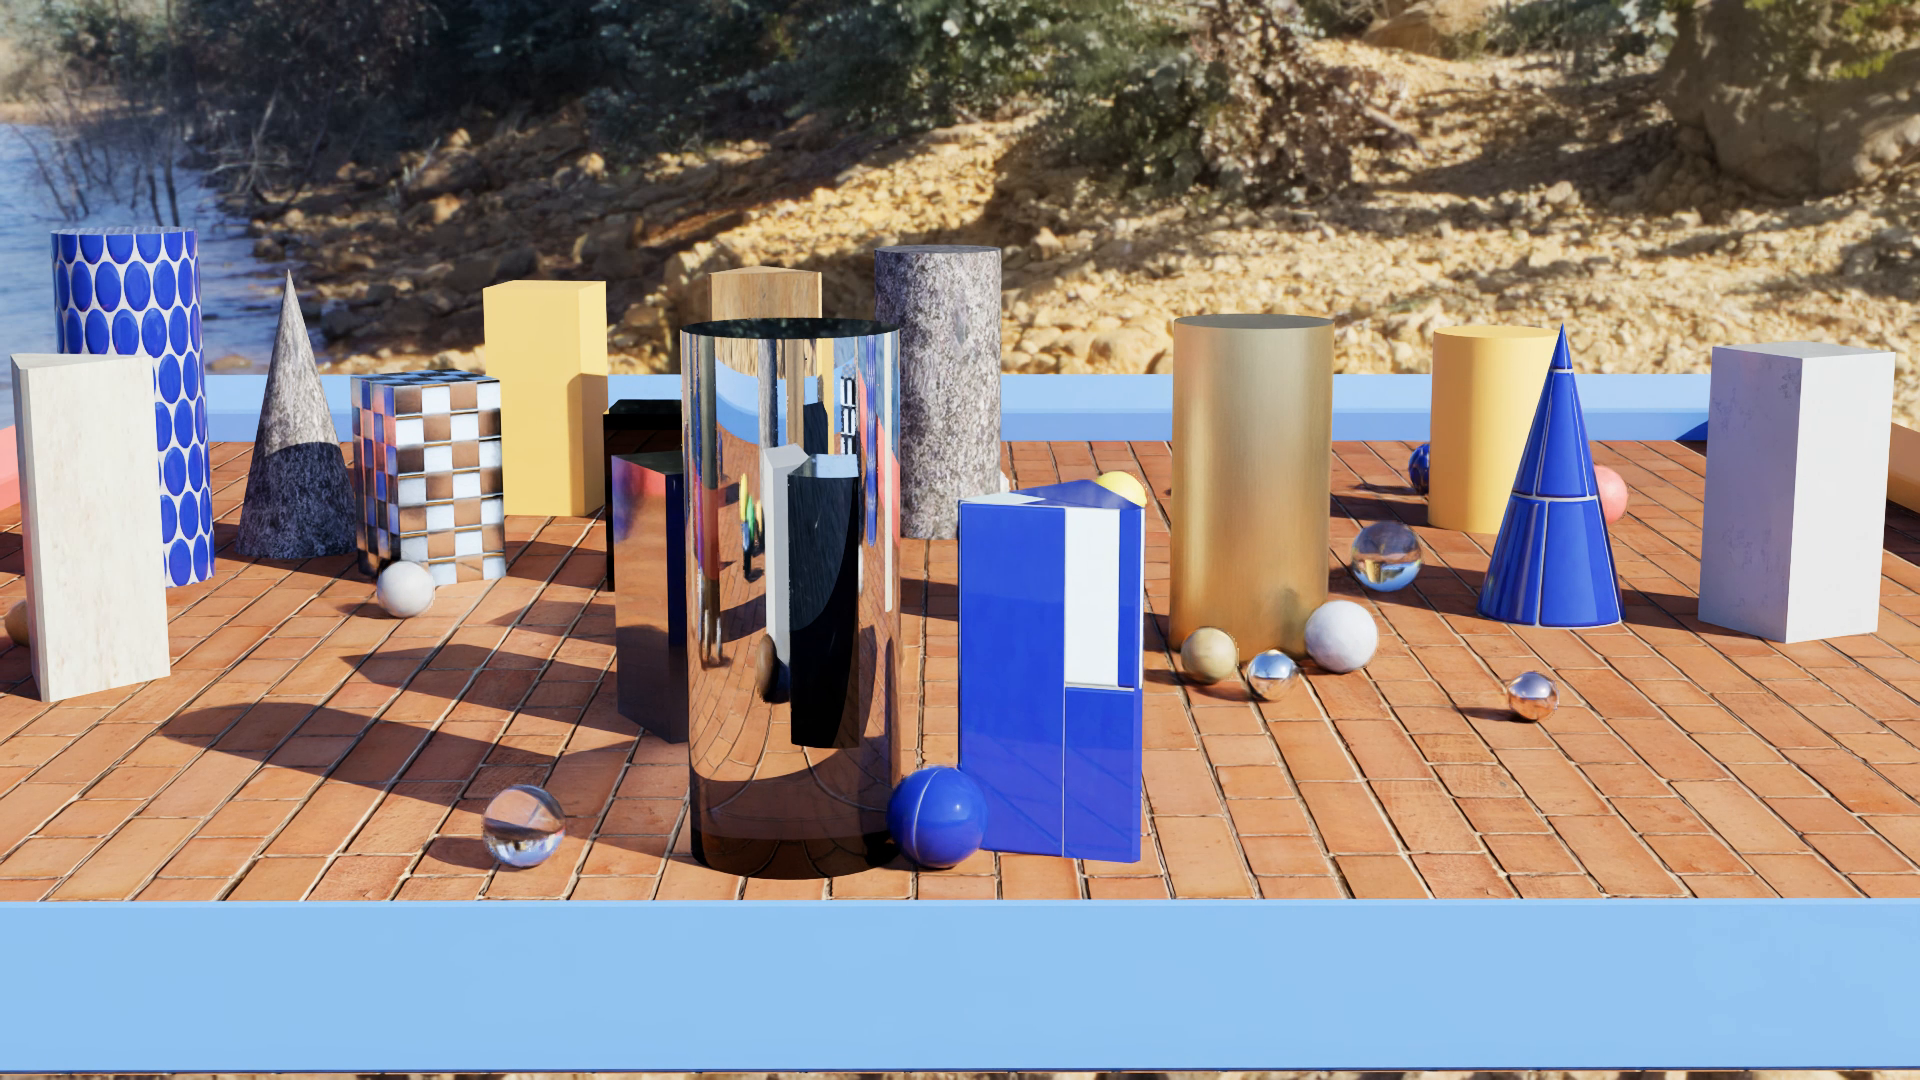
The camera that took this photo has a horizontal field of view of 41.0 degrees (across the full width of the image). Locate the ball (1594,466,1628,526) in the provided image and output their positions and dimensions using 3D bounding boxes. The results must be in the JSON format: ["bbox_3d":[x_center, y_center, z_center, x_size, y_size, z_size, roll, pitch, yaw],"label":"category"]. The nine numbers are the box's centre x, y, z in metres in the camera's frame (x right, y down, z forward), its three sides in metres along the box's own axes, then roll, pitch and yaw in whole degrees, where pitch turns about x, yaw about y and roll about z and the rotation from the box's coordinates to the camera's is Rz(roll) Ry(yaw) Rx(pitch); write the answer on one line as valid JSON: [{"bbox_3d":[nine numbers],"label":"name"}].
[{"bbox_3d":[1.013,-0.069,4.087,0.099,0.099,0.099,0,10,0],"label":"ball"}]

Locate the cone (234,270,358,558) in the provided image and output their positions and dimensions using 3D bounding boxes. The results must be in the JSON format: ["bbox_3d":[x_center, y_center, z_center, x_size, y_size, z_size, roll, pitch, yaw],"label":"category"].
[{"bbox_3d":[-1.010,-0.199,3.896,0.199,0.426,0.199,0,10,0],"label":"cone"}]

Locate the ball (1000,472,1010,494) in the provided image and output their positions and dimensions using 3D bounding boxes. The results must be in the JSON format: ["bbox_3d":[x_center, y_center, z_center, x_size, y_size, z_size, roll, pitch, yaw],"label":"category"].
[{"bbox_3d":[0.042,-0.082,4.211,0.081,0.081,0.081,0,10,0],"label":"ball"}]

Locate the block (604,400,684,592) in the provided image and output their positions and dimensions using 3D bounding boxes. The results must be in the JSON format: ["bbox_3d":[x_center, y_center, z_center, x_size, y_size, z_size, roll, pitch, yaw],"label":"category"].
[{"bbox_3d":[-0.413,-0.065,3.650,0.159,0.252,0.159,0,10,1],"label":"block"}]

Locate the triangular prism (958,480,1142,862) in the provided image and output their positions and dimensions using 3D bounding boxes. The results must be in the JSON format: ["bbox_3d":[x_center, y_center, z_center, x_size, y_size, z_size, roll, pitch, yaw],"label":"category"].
[{"bbox_3d":[0.102,0.118,2.440,0.172,0.332,0.149,3,11,16],"label":"triangular prism"}]

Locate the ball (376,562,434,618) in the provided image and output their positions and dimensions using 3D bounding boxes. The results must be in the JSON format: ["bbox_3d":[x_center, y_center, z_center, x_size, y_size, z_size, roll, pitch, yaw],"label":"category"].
[{"bbox_3d":[-0.742,0.066,3.426,0.075,0.075,0.075,0,10,0],"label":"ball"}]

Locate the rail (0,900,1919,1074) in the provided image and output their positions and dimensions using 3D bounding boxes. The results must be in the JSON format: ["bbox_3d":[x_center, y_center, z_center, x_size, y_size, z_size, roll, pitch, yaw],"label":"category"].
[{"bbox_3d":[0.009,0.321,1.891,3.176,0.129,0.045,0,10,0],"label":"rail"}]

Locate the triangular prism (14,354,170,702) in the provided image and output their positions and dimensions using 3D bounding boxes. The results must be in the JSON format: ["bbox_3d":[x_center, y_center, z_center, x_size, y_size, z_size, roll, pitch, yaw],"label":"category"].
[{"bbox_3d":[-1.068,-0.023,3.050,0.149,0.388,0.172,8,13,36],"label":"triangular prism"}]

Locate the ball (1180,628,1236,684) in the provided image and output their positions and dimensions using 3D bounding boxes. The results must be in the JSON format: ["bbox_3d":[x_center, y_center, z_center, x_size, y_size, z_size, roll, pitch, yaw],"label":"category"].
[{"bbox_3d":[0.296,0.138,3.056,0.067,0.067,0.067,0,10,0],"label":"ball"}]

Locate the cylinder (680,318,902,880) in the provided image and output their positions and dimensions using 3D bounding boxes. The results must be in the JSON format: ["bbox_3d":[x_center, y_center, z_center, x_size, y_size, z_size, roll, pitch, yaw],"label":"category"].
[{"bbox_3d":[-0.154,0.049,2.377,0.199,0.491,0.199,0,10,0],"label":"cylinder"}]

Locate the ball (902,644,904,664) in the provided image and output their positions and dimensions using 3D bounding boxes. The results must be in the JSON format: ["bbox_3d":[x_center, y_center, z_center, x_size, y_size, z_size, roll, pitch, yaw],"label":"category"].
[{"bbox_3d":[-0.105,0.135,3.044,0.079,0.079,0.079,0,10,0],"label":"ball"}]

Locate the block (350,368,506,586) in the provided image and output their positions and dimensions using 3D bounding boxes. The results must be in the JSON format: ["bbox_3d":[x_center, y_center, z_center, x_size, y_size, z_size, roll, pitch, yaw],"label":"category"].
[{"bbox_3d":[-0.766,-0.091,3.694,0.159,0.287,0.159,-7,13,-35],"label":"block"}]

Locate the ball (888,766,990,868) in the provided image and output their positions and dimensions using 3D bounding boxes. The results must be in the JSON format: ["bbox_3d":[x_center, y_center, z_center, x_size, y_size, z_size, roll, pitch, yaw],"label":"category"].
[{"bbox_3d":[-0.020,0.254,2.357,0.094,0.094,0.094,0,10,0],"label":"ball"}]

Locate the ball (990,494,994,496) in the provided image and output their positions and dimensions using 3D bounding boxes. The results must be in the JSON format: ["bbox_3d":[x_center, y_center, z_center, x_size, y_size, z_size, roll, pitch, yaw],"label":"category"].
[{"bbox_3d":[0.059,-0.036,3.987,0.072,0.072,0.072,0,10,0],"label":"ball"}]

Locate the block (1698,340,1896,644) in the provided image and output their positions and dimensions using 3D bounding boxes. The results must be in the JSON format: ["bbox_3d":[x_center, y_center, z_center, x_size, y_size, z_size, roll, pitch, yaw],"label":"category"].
[{"bbox_3d":[1.088,-0.067,3.346,0.159,0.365,0.159,-5,12,-27],"label":"block"}]

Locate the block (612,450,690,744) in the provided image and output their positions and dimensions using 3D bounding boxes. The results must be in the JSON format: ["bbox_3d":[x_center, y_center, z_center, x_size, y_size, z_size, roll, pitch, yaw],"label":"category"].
[{"bbox_3d":[-0.282,0.057,2.869,0.159,0.296,0.159,-6,12,-28],"label":"block"}]

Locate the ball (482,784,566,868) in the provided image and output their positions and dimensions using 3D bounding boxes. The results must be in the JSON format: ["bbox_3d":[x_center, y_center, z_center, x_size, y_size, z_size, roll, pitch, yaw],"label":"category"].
[{"bbox_3d":[-0.401,0.263,2.360,0.076,0.076,0.076,0,10,0],"label":"ball"}]

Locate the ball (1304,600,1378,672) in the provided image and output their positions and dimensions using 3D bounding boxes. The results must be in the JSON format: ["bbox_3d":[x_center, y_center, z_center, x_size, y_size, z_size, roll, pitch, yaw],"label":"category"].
[{"bbox_3d":[0.462,0.117,3.114,0.088,0.088,0.088,0,10,0],"label":"ball"}]

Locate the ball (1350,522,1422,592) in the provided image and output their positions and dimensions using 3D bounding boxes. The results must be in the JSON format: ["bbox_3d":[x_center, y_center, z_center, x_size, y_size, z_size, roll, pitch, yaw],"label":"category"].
[{"bbox_3d":[0.597,0.024,3.589,0.100,0.100,0.100,0,10,0],"label":"ball"}]

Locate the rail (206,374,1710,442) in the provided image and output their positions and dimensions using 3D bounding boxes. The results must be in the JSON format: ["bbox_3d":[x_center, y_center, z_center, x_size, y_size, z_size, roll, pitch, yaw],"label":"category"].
[{"bbox_3d":[-0.009,-0.255,5.007,3.176,0.129,0.045,0,10,0],"label":"rail"}]

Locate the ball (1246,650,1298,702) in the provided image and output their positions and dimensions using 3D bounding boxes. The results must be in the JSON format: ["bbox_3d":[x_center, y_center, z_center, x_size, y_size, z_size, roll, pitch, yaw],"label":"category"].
[{"bbox_3d":[0.362,0.157,2.975,0.060,0.060,0.060,0,10,0],"label":"ball"}]

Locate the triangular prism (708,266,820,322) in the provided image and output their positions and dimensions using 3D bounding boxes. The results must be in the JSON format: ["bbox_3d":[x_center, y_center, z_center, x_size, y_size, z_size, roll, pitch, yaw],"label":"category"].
[{"bbox_3d":[-0.313,-0.224,4.071,0.172,0.410,0.149,-2,11,-8],"label":"triangular prism"}]

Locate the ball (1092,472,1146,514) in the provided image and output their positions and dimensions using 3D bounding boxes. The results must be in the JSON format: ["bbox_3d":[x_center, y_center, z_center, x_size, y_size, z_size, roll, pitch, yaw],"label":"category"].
[{"bbox_3d":[0.247,-0.061,4.060,0.095,0.095,0.095,0,10,0],"label":"ball"}]

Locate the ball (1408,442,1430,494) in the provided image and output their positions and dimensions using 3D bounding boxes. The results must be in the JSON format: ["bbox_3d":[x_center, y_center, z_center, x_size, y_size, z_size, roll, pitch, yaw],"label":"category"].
[{"bbox_3d":[0.816,-0.124,4.409,0.091,0.091,0.091,0,10,0],"label":"ball"}]

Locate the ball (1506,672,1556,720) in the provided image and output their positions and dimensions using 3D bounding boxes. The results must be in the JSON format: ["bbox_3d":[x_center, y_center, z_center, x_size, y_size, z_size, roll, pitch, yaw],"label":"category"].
[{"bbox_3d":[0.643,0.176,2.887,0.055,0.055,0.055,0,10,0],"label":"ball"}]

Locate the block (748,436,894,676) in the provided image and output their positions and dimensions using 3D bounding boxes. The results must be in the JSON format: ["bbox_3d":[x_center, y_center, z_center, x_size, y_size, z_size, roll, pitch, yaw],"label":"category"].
[{"bbox_3d":[-0.184,0.016,3.176,0.159,0.265,0.159,3,11,18],"label":"block"}]

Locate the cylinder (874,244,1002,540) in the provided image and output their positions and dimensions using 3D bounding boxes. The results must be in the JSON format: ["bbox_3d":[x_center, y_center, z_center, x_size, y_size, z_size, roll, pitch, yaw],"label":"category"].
[{"bbox_3d":[-0.035,-0.237,4.049,0.199,0.444,0.199,0,10,0],"label":"cylinder"}]

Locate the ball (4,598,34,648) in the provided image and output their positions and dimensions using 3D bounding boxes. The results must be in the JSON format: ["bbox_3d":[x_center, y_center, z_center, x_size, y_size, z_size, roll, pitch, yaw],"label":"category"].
[{"bbox_3d":[-1.178,0.105,3.251,0.062,0.062,0.062,0,10,0],"label":"ball"}]

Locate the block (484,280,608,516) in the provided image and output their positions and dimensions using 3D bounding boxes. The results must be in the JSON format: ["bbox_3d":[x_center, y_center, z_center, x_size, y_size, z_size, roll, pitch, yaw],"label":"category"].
[{"bbox_3d":[-0.682,-0.237,4.253,0.159,0.371,0.159,1,11,8],"label":"block"}]

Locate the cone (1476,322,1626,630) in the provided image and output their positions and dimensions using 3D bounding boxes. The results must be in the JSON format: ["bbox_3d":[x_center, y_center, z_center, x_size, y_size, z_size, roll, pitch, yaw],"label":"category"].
[{"bbox_3d":[0.795,-0.095,3.421,0.199,0.394,0.199,0,10,0],"label":"cone"}]

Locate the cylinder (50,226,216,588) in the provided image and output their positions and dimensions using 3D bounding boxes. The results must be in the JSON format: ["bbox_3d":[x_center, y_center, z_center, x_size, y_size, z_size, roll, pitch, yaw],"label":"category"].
[{"bbox_3d":[-1.178,-0.192,3.659,0.199,0.497,0.199,0,10,0],"label":"cylinder"}]

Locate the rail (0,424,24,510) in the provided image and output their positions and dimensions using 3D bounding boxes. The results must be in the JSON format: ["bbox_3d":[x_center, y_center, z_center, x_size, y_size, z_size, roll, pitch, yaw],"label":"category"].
[{"bbox_3d":[-1.564,0.035,3.440,0.045,0.129,3.217,0,10,0],"label":"rail"}]

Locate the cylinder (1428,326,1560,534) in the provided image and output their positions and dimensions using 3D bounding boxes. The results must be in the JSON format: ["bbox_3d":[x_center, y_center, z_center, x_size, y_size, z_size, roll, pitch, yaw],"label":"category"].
[{"bbox_3d":[0.855,-0.180,4.112,0.199,0.309,0.199,0,10,0],"label":"cylinder"}]

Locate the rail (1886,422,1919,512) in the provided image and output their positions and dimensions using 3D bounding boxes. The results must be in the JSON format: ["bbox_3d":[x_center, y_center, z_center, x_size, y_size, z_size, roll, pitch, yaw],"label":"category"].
[{"bbox_3d":[1.564,0.032,3.458,0.045,0.129,3.217,0,10,0],"label":"rail"}]

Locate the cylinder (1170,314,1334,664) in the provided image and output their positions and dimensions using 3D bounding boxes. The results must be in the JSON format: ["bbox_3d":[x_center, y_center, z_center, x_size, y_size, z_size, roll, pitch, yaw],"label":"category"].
[{"bbox_3d":[0.365,-0.069,3.224,0.199,0.414,0.199,0,10,0],"label":"cylinder"}]
